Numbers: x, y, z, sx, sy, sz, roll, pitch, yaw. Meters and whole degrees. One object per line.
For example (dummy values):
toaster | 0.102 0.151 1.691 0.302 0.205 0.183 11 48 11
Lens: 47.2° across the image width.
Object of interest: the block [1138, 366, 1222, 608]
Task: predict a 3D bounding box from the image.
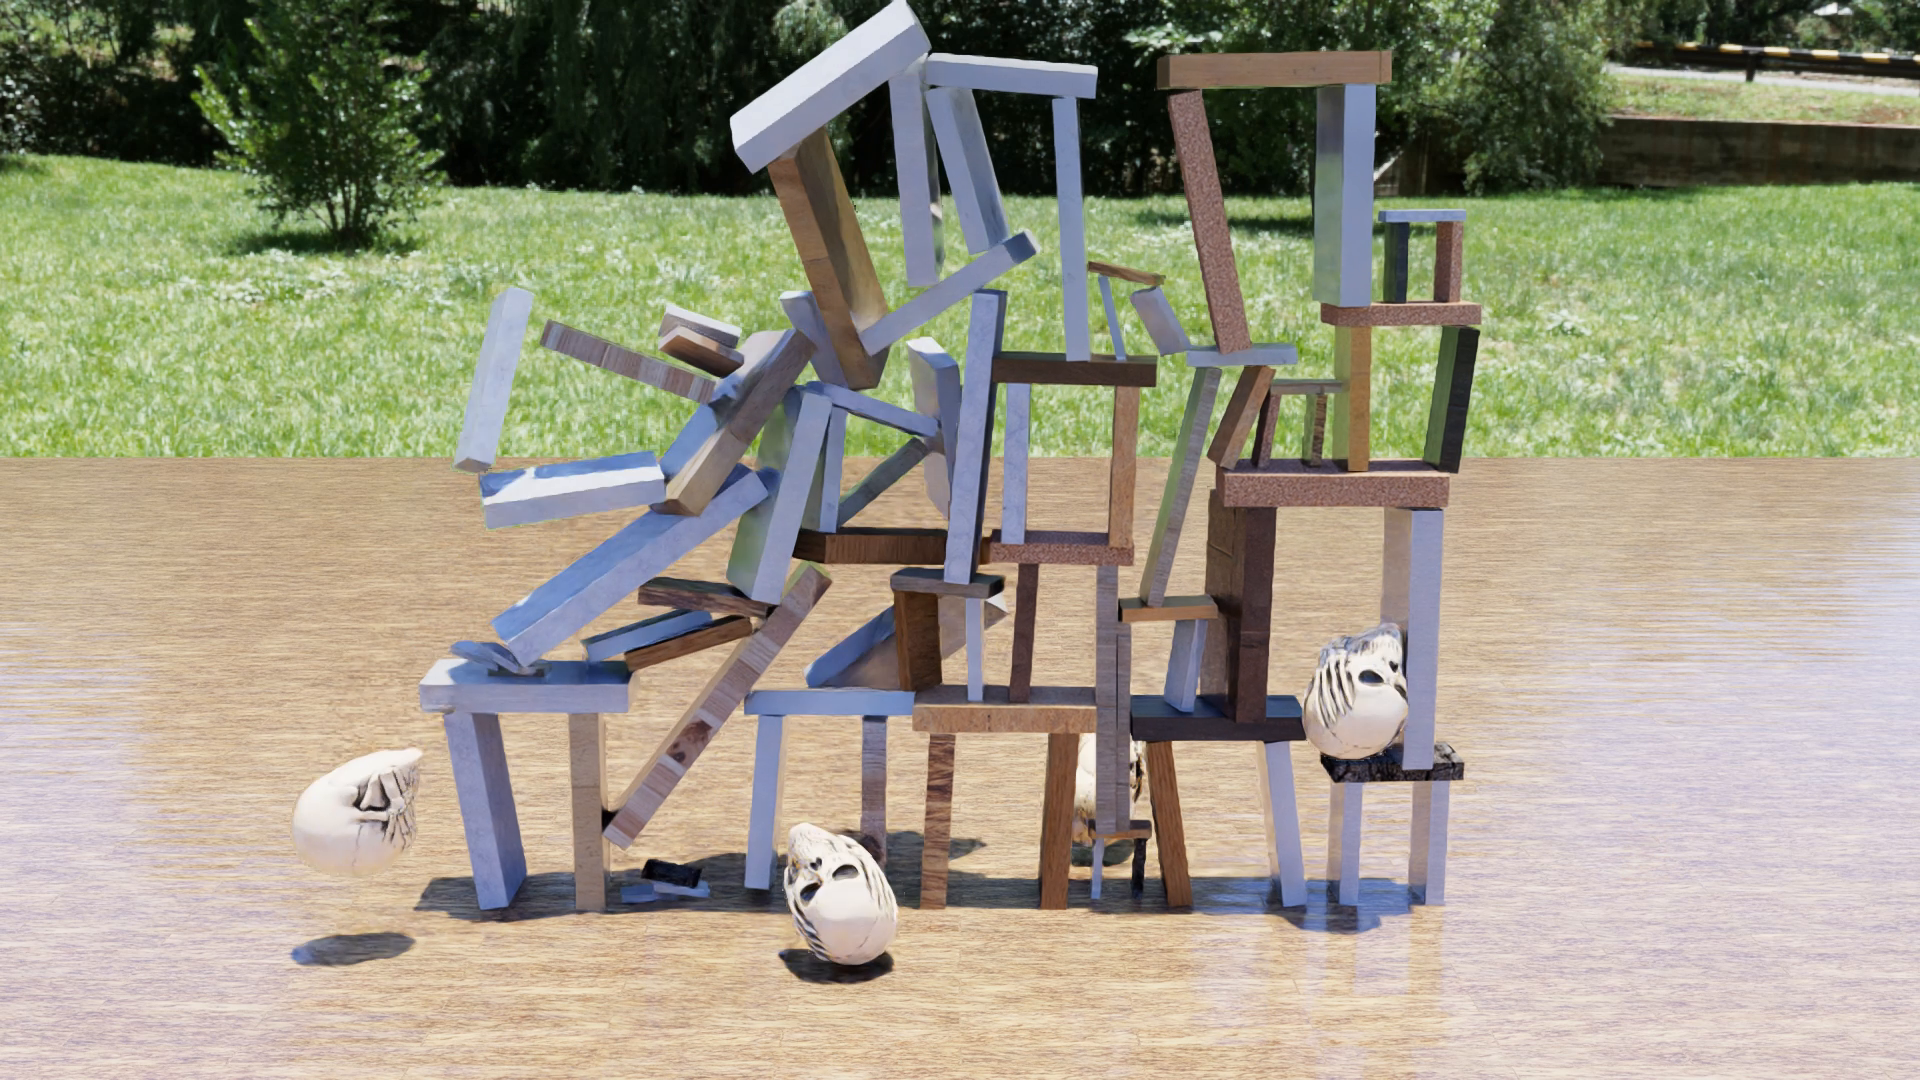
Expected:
block | 0.353 -0.090 3.530 0.024 0.394 0.086 12 10 -7

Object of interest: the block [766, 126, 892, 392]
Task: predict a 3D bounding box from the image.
block | -0.203 -0.466 3.552 0.047 0.434 0.167 -7 37 17

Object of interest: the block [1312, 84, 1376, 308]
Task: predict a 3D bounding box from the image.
block | 0.600 -0.540 3.442 0.048 0.338 0.169 -1 10 -5

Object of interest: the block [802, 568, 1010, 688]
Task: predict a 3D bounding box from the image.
block | -0.094 0.178 3.832 0.332 0.047 0.166 -36 -35 17

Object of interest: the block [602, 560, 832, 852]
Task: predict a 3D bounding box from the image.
block | -0.400 0.265 3.631 0.047 0.550 0.166 38 0 -7

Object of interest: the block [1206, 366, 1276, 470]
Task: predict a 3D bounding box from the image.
block | 0.448 -0.201 3.506 0.024 0.172 0.086 21 8 -12

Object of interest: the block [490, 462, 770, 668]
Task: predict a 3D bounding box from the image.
block | -0.538 0.031 3.573 0.477 0.049 0.172 -36 20 -11

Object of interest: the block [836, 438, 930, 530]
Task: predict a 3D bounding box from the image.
block | -0.144 -0.096 3.729 0.206 0.029 0.103 -39 8 -3

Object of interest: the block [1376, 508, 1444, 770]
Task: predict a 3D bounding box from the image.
block | 0.728 0.142 3.569 0.049 0.425 0.174 -1 13 -3

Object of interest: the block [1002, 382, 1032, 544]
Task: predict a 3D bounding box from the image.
block | 0.091 -0.131 3.533 0.036 0.256 0.128 2 11 3

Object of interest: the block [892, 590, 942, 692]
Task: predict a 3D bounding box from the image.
block | -0.069 0.160 3.640 0.024 0.169 0.085 1 7 38

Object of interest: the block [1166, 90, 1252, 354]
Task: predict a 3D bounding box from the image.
block | 0.389 -0.500 3.436 0.048 0.400 0.169 -12 11 6

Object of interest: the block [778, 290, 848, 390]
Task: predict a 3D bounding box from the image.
block | -0.232 -0.326 3.652 0.063 0.200 0.018 3 43 38

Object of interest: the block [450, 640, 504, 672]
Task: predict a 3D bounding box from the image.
block | -0.779 0.187 3.579 0.093 0.013 0.046 19 16 17

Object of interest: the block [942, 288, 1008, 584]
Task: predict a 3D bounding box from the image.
block | 0.025 -0.170 3.557 0.042 0.464 0.147 7 10 5

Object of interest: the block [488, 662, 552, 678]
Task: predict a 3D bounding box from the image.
block | -0.717 0.211 3.585 0.093 0.013 0.046 1 11 2

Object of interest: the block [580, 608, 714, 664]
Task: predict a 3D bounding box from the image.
block | -0.521 0.153 3.645 0.210 0.030 0.105 -18 7 -14

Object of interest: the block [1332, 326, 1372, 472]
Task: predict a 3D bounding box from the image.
block | 0.622 -0.230 3.492 0.032 0.227 0.113 -1 10 -3

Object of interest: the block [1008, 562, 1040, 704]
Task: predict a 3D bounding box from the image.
block | 0.107 0.140 3.594 0.033 0.230 0.115 4 11 3

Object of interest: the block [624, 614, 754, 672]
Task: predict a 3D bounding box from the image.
block | -0.445 0.166 3.616 0.210 0.030 0.105 -17 6 -5

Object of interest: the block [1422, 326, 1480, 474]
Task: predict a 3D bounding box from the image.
block | 0.779 -0.227 3.489 0.032 0.227 0.113 6 11 -1

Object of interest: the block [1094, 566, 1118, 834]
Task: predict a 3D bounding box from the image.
block | 0.239 0.250 3.610 0.033 0.449 0.115 0 11 2

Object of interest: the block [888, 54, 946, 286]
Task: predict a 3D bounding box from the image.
block | -0.067 -0.586 3.479 0.047 0.334 0.167 -3 22 5

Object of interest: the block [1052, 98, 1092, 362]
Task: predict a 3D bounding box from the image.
block | 0.178 -0.490 3.462 0.037 0.404 0.130 -3 11 5

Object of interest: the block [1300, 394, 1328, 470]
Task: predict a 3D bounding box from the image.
block | 0.564 -0.176 3.505 0.017 0.119 0.059 2 11 -7

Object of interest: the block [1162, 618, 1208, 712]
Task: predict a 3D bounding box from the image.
block | 0.368 0.196 3.590 0.022 0.154 0.077 6 9 -19

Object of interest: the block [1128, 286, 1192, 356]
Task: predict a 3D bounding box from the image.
block | 0.315 -0.344 3.461 0.056 0.113 0.016 -7 31 50

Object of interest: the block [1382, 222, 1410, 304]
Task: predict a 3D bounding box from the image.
block | 0.686 -0.437 3.462 0.018 0.126 0.063 -1 9 -8

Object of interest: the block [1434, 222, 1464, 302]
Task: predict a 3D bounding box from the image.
block | 0.770 -0.439 3.467 0.018 0.126 0.063 -1 9 -11

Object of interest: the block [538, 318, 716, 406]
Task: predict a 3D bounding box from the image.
block | -0.536 -0.287 3.540 0.281 0.040 0.140 20 4 -12

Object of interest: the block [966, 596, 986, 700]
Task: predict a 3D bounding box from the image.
block | 0.026 0.170 3.599 0.024 0.169 0.085 -1 10 5

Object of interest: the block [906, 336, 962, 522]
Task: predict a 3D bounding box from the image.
block | -0.030 -0.182 3.726 0.042 0.293 0.147 -15 28 -15

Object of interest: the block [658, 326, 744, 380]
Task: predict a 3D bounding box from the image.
block | -0.419 -0.303 3.565 0.126 0.018 0.063 23 -34 -31

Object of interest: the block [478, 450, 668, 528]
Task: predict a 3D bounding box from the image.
block | -0.617 -0.082 3.497 0.281 0.040 0.140 -9 23 -13

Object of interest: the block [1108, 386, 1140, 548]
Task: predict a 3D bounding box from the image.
block | 0.262 -0.126 3.526 0.036 0.256 0.128 3 11 2

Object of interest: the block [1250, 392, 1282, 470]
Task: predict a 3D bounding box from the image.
block | 0.488 -0.177 3.507 0.017 0.119 0.059 8 11 -5

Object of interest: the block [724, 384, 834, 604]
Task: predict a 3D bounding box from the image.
block | -0.298 -0.081 3.596 0.049 0.344 0.172 13 6 -22

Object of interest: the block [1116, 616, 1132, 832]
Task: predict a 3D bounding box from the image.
block | 0.267 0.297 3.612 0.022 0.355 0.077 0 12 1

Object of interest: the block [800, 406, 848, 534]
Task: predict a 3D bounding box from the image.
block | -0.226 -0.118 3.638 0.029 0.206 0.103 4 4 -23

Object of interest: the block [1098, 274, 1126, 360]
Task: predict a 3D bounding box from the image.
block | 0.242 -0.354 3.484 0.016 0.133 0.056 -13 10 7

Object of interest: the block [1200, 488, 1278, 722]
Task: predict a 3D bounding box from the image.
block | 0.448 0.103 3.557 0.049 0.348 0.174 -1 11 -13

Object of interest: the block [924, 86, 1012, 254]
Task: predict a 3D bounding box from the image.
block | 0.014 -0.590 3.471 0.037 0.261 0.131 -12 12 20
